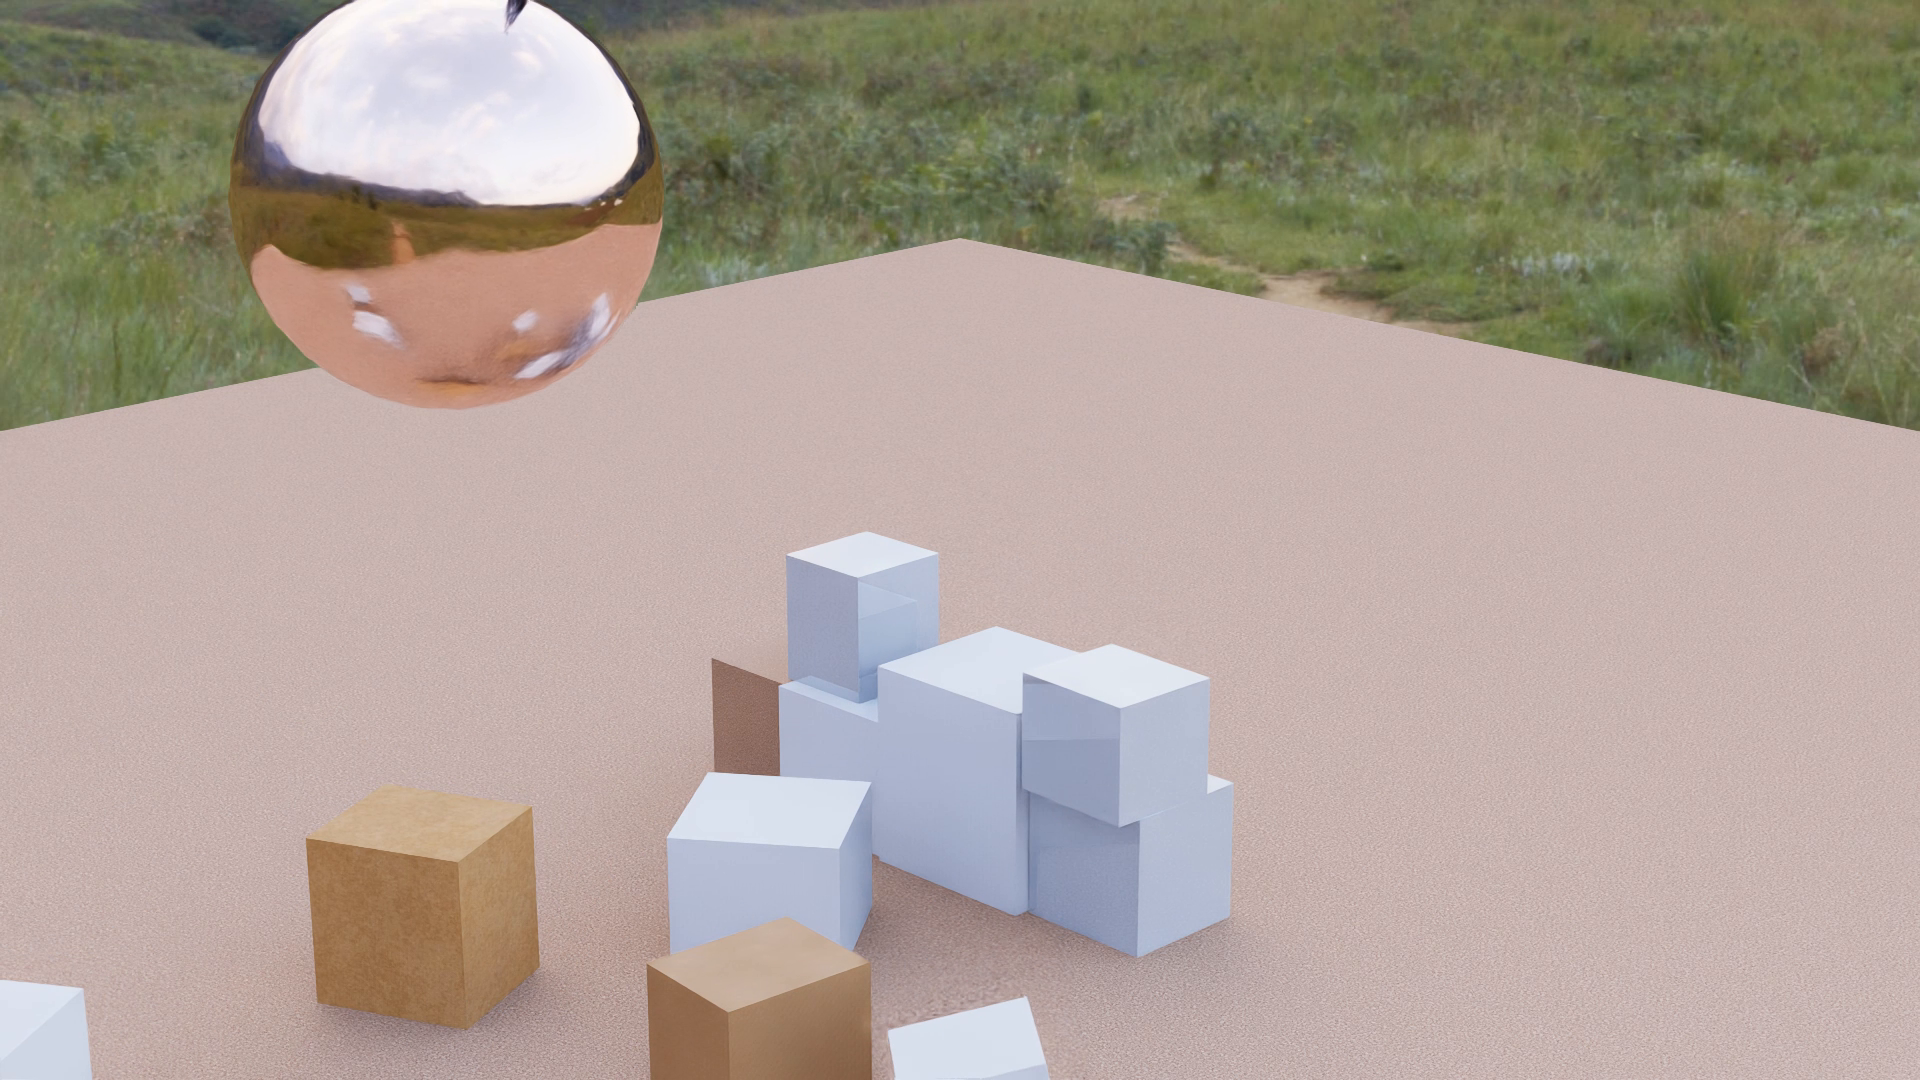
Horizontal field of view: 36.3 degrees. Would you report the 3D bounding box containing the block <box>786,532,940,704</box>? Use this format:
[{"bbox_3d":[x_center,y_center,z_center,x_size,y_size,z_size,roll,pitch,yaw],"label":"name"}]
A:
[{"bbox_3d":[-0.461,0.362,13.938,0.524,0.621,0.495,-17,24,-42],"label":"block"}]

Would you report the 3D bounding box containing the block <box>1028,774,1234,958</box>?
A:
[{"bbox_3d":[0.752,1.361,12.948,0.607,0.639,0.656,-16,24,-42],"label":"block"}]

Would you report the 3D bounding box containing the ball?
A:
[{"bbox_3d":[-1.906,-1.286,10.940,1.600,1.600,1.600,0,17,0],"label":"ball"}]

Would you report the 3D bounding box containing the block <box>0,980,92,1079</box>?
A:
[{"bbox_3d":[-3.623,2.082,10.353,0.821,0.819,0.764,4,18,12],"label":"block"}]

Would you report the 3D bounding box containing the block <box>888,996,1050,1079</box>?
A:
[{"bbox_3d":[0.072,2.075,10.711,0.532,0.517,0.528,-13,18,-2],"label":"block"}]

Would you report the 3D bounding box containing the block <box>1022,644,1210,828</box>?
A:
[{"bbox_3d":[0.670,0.836,12.659,0.543,0.537,0.594,-15,23,-40],"label":"block"}]

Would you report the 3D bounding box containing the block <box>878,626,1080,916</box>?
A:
[{"bbox_3d":[0.209,1.039,13.439,0.874,0.959,0.777,17,24,42],"label":"block"}]

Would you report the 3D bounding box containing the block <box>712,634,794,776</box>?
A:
[{"bbox_3d":[-0.804,0.879,14.454,0.622,0.655,0.540,-17,24,-42],"label":"block"}]

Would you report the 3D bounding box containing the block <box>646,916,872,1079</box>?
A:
[{"bbox_3d":[-0.775,1.897,11.362,0.671,0.568,0.542,-14,22,-38],"label":"block"}]

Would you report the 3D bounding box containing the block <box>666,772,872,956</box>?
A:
[{"bbox_3d":[-0.814,1.446,12.751,0.740,0.595,0.745,3,18,8],"label":"block"}]

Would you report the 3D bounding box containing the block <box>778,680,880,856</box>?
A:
[{"bbox_3d":[-0.359,1.009,14.023,0.715,0.665,0.705,-17,24,-42],"label":"block"}]

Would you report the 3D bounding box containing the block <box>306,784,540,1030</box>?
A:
[{"bbox_3d":[-2.236,1.522,12.261,0.707,0.744,0.623,6,19,19],"label":"block"}]
